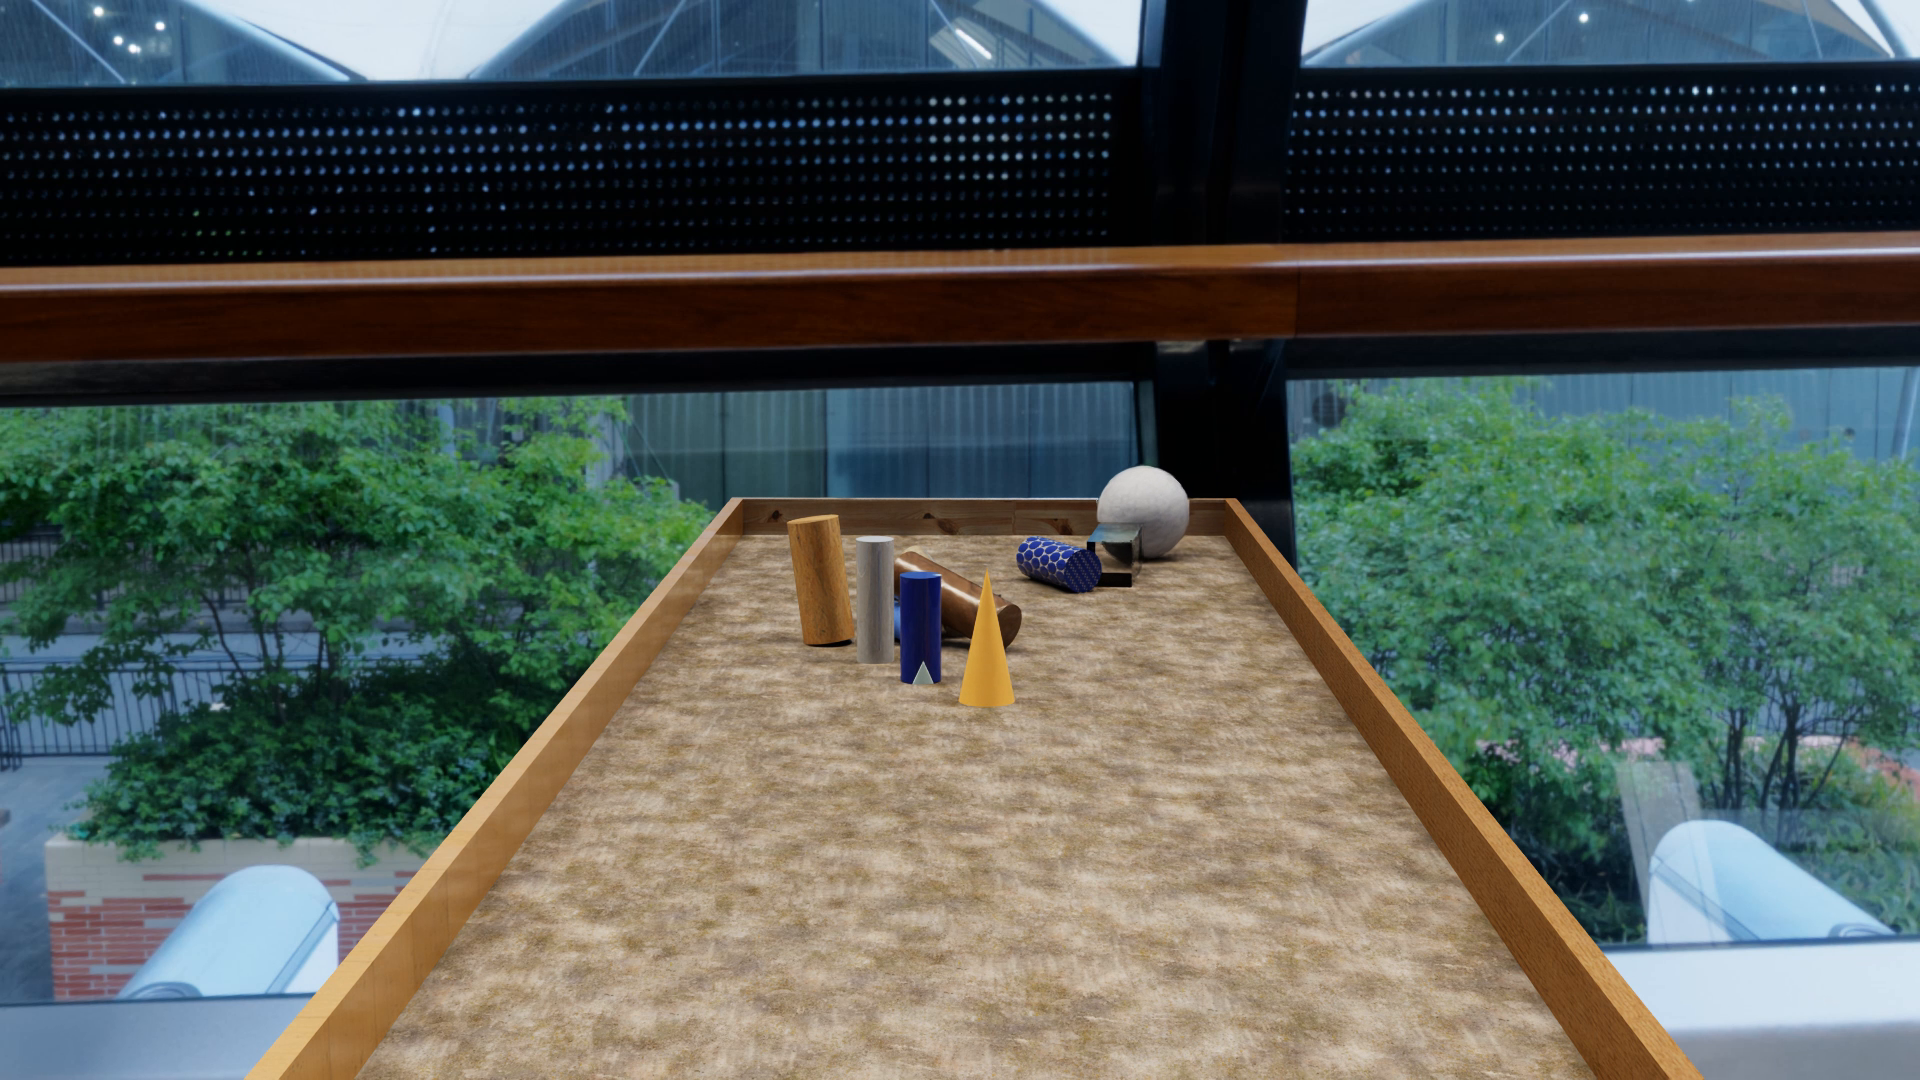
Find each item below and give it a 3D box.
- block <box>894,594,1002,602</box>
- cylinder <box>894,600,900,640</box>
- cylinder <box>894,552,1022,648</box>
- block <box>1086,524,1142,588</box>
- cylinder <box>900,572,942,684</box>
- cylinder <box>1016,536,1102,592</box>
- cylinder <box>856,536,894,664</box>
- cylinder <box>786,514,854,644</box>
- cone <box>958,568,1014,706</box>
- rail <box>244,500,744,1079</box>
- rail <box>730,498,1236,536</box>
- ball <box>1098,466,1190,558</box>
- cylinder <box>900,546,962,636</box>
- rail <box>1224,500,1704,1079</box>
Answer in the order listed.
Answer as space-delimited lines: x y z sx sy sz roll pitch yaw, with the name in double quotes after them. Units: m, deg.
-0.086 0.220 7.301 0.446 0.100 0.100 4 10 26 "block"
-0.208 0.254 7.056 0.109 0.109 0.367 -4 10 -25 "cylinder"
-0.021 0.191 6.915 0.432 0.160 0.160 27 24 34 "cylinder"
0.575 0.054 8.146 0.164 0.164 0.451 1 9 9 "block"
-0.114 0.255 6.402 0.121 0.312 0.121 0 9 0 "cylinder"
0.356 0.087 7.964 0.156 0.156 0.349 -5 10 -27 "cylinder"
-0.257 0.182 6.671 0.114 0.374 0.114 0 9 0 "cylinder"
-0.438 0.124 6.939 0.163 0.385 0.163 -7 7 1 "cylinder"
0.075 0.263 6.139 0.158 0.379 0.158 0 9 0 "cone"
-1.004 0.839 3.234 0.050 0.150 12.000 0 9 1 "rail"
0.099 -0.098 9.147 2.100 0.150 0.050 0 9 1 "rail"
0.714 -0.108 8.545 0.360 0.360 0.360 0 9 0 "ball"
-0.077 0.164 7.168 0.109 0.109 0.379 -5 34 -27 "cylinder"
1.046 0.843 3.208 0.050 0.150 12.000 0 9 1 "rail"
